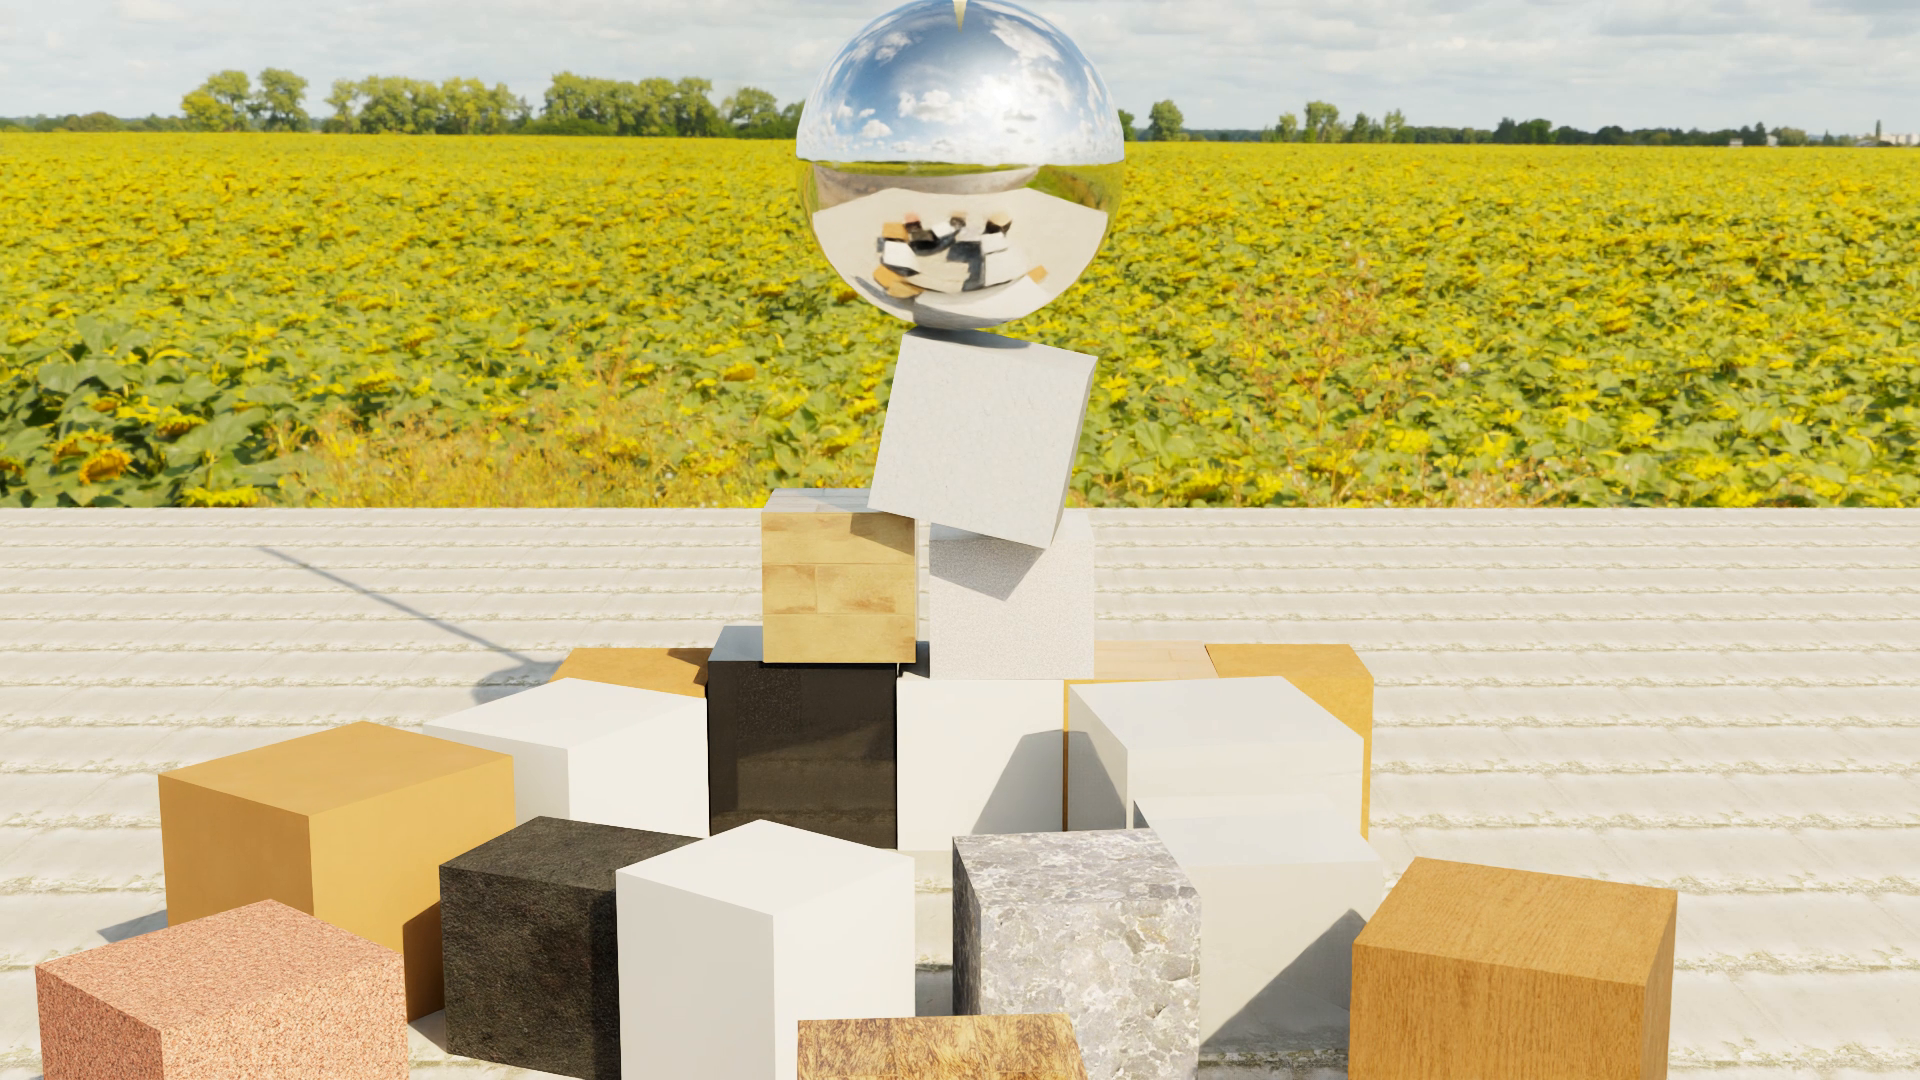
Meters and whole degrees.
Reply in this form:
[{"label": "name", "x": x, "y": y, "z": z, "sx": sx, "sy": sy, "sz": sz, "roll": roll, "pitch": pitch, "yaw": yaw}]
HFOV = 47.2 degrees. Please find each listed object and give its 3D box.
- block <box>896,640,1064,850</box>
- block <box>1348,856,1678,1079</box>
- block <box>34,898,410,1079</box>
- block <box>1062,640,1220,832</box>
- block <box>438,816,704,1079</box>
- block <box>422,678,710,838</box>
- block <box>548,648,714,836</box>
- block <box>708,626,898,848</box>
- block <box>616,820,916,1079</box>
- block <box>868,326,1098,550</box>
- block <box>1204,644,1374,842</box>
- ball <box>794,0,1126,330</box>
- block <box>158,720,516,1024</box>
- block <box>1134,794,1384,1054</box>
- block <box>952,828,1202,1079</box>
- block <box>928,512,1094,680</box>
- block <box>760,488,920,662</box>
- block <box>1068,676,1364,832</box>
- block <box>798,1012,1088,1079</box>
[{"label": "block", "x": 0.100, "y": 1.046, "z": 11.370, "sx": 0.823, "sy": 0.873, "sz": 0.889, "roll": 0, "pitch": 10, "yaw": 0}, {"label": "block", "x": 1.935, "y": 1.723, "z": 7.664, "sx": 0.938, "sy": 0.868, "sz": 0.985, "roll": 4, "pitch": 11, "yaw": 23}, {"label": "block", "x": -2.532, "y": 1.801, "z": 7.591, "sx": 0.850, "sy": 0.741, "sz": 0.894, "roll": 9, "pitch": 14, "yaw": 41}, {"label": "block", "x": 0.901, "y": 1.044, "z": 11.374, "sx": 0.773, "sy": 0.877, "sz": 0.855, "roll": 0, "pitch": 10, "yaw": 0}, {"label": "block", "x": -1.468, "y": 1.597, "z": 8.644, "sx": 0.860, "sy": 0.765, "sz": 0.688, "roll": 4, "pitch": 11, "yaw": 22}, {"label": "block", "x": -1.782, "y": 1.244, "z": 10.070, "sx": 0.830, "sy": 0.950, "sz": 0.985, "roll": 6, "pitch": 12, "yaw": 29}, {"label": "block", "x": -1.664, "y": 1.064, "z": 11.391, "sx": 0.795, "sy": 0.831, "sz": 0.891, "roll": 0, "pitch": 10, "yaw": 0}, {"label": "block", "x": -0.785, "y": 1.002, "z": 11.345, "sx": 0.926, "sy": 0.970, "sz": 0.802, "roll": 0, "pitch": 10, "yaw": 0}, {"label": "block", "x": -0.709, "y": 1.625, "z": 8.132, "sx": 0.771, "sy": 0.892, "sz": 0.773, "roll": 8, "pitch": 13, "yaw": 37}, {"label": "block", "x": 0.130, "y": -0.545, "z": 10.890, "sx": 0.898, "sy": 0.852, "sz": 0.914, "roll": 13, "pitch": 11, "yaw": 4}, {"label": "block", "x": 1.675, "y": 1.047, "z": 11.363, "sx": 0.764, "sy": 0.874, "sz": 0.753, "roll": 0, "pitch": 10, "yaw": 1}, {"label": "ball", "x": 0.000, "y": -1.812, "z": 10.596, "sx": 1.600, "sy": 1.600, "sz": 1.600, "roll": 0, "pitch": 10, "yaw": 0}, {"label": "block", "x": -2.557, "y": 1.403, "z": 9.126, "sx": 0.960, "sy": 0.974, "sz": 1.034, "roll": 7, "pitch": 13, "yaw": 35}, {"label": "block", "x": 1.183, "y": 1.540, "z": 8.956, "sx": 0.824, "sy": 0.765, "sz": 0.894, "roll": -1, "pitch": 10, "yaw": -5}, {"label": "block", "x": 0.420, "y": 1.626, "z": 8.346, "sx": 0.801, "sy": 0.814, "sz": 0.828, "roll": -1, "pitch": 10, "yaw": -7}, {"label": "block", "x": 0.258, "y": 0.273, "z": 11.212, "sx": 0.810, "sy": 0.701, "sz": 0.793, "roll": 0, "pitch": 10, "yaw": 0}, {"label": "block", "x": -0.591, "y": 0.167, "z": 11.125, "sx": 0.748, "sy": 0.749, "sz": 0.748, "roll": 0, "pitch": 10, "yaw": 0}, {"label": "block", "x": 1.145, "y": 1.237, "z": 10.179, "sx": 1.061, "sy": 0.924, "sz": 1.163, "roll": -2, "pitch": 10, "yaw": -10}, {"label": "block", "x": -0.057, "y": 1.956, "z": 6.660, "sx": 0.860, "sy": 0.768, "sz": 0.768, "roll": -1, "pitch": 10, "yaw": -4}]
